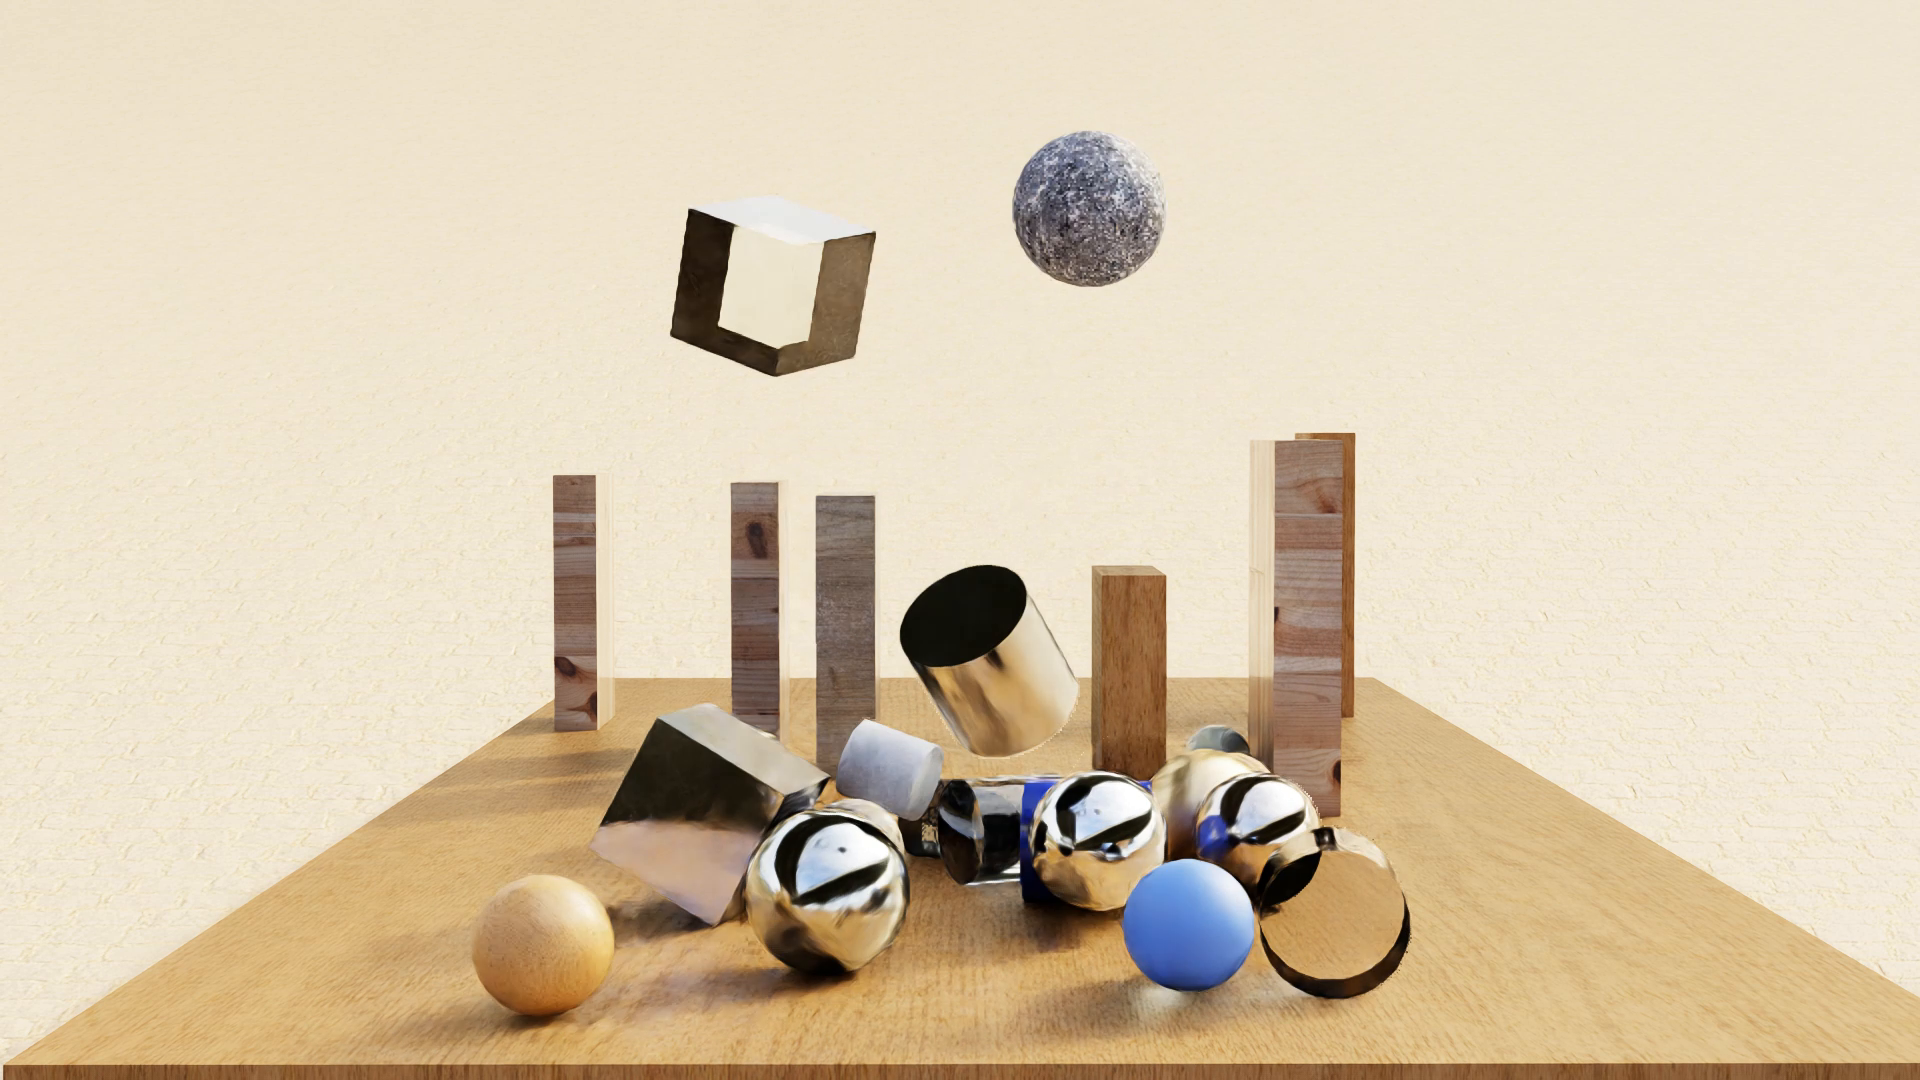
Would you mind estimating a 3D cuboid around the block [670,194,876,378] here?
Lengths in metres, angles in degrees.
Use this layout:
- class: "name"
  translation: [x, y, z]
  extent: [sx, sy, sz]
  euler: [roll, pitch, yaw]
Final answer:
- class: "block"
  translation: [-0.199, -0.272, 2.736]
  extent: [0.143, 0.143, 0.143]
  euler: [22, 23, 28]

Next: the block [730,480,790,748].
- class: "block"
  translation: [-0.392, 0.147, 5.068]
  extent: [0.093, 0.527, 0.292]
  euler: [0, 2, 0]

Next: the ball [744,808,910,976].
- class: "ball"
  translation: [-0.153, 0.403, 2.957]
  extent: [0.191, 0.191, 0.191]
  euler: [0, 23, 0]

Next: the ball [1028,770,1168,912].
- class: "ball"
  translation: [0.172, 0.374, 3.212]
  extent: [0.176, 0.176, 0.176]
  euler: [0, 23, 0]

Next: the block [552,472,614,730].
- class: "block"
  translation: [-0.804, 0.125, 5.512]
  extent: [0.090, 0.534, 0.274]
  euler: [0, 2, 0]

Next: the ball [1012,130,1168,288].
- class: "ball"
  translation: [0.133, -0.339, 2.635]
  extent: [0.160, 0.160, 0.160]
  euler: [0, 23, 0]

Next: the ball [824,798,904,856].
- class: "ball"
  translation: [-0.142, 0.412, 3.422]
  extent: [0.136, 0.136, 0.136]
  euler: [0, 23, 0]

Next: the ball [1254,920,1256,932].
- class: "ball"
  translation: [0.273, 0.438, 2.924]
  extent: [0.125, 0.125, 0.125]
  euler: [0, 23, 0]

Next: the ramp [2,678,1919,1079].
- class: "ramp"
  translation: [0.053, 0.483, 4.539]
  extent: [2.000, 0.100, 4.000]
  euler: [0, 2, 0]

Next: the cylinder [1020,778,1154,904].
- class: "cylinder"
  translation: [0.169, 0.398, 3.394]
  extent: [0.163, 0.163, 0.163]
  euler: [1, 23, 8]

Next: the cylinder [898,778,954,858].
- class: "cylinder"
  translation: [-0.010, 0.406, 3.747]
  extent: [0.117, 0.117, 0.117]
  euler: [1, 21, 31]

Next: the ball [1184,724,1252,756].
- class: "ball"
  translation: [0.444, 0.378, 4.445]
  extent: [0.117, 0.117, 0.117]
  euler: [0, 23, 0]

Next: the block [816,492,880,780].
- class: "block"
  translation: [-0.205, 0.169, 4.756]
  extent: [0.107, 0.510, 0.299]
  euler: [0, 2, 0]

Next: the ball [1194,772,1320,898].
- class: "ball"
  translation: [0.397, 0.394, 3.438]
  extent: [0.169, 0.169, 0.169]
  euler: [0, 23, 0]

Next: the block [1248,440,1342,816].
- class: "block"
  translation: [0.561, 0.136, 4.335]
  extent: [0.110, 0.609, 0.361]
  euler: [0, 2, 0]

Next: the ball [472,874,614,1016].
- class: "ball"
  translation: [-0.445, 0.433, 2.748]
  extent: [0.151, 0.151, 0.151]
  euler: [0, 23, 0]

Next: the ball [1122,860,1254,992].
- class: "ball"
  translation: [0.248, 0.417, 2.788]
  extent: [0.143, 0.143, 0.143]
  euler: [0, 23, 0]

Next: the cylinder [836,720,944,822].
- class: "cylinder"
  translation: [-0.097, 0.319, 3.567]
  extent: [0.111, 0.111, 0.111]
  euler: [19, 28, 18]

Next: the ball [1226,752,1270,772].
- class: "ball"
  translation: [0.394, 0.388, 3.772]
  extent: [0.154, 0.154, 0.154]
  euler: [0, 23, 0]

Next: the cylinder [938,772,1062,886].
- class: "cylinder"
  translation: [0.066, 0.400, 3.569]
  extent: [0.147, 0.147, 0.147]
  euler: [-1, 21, -26]

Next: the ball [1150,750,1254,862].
- class: "ball"
  translation: [0.343, 0.382, 3.603]
  extent: [0.179, 0.179, 0.179]
  euler: [0, 23, 0]

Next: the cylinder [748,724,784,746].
- class: "cylinder"
  translation: [-0.365, 0.373, 3.895]
  extent: [0.174, 0.174, 0.174]
  euler: [11, 6, 23]

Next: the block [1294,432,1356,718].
- class: "block"
  translation: [0.811, 0.071, 5.742]
  extent: [0.098, 0.621, 0.267]
  euler: [0, 2, 0]

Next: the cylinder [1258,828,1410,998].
- class: "cylinder"
  translation: [0.419, 0.418, 2.904]
  extent: [0.165, 0.165, 0.165]
  euler: [2, 3, 6]

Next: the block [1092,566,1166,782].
- class: "block"
  translation: [0.255, 0.252, 3.924]
  extent: [0.095, 0.412, 0.283]
  euler: [0, 2, 0]

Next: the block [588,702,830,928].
- class: "block"
  translation: [-0.321, 0.351, 3.330]
  extent: [0.194, 0.194, 0.194]
  euler: [30, 9, 11]

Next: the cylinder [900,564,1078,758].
- class: "cylinder"
  translation: [0.036, 0.148, 3.145]
  extent: [0.167, 0.167, 0.167]
  euler: [-17, 39, 15]
